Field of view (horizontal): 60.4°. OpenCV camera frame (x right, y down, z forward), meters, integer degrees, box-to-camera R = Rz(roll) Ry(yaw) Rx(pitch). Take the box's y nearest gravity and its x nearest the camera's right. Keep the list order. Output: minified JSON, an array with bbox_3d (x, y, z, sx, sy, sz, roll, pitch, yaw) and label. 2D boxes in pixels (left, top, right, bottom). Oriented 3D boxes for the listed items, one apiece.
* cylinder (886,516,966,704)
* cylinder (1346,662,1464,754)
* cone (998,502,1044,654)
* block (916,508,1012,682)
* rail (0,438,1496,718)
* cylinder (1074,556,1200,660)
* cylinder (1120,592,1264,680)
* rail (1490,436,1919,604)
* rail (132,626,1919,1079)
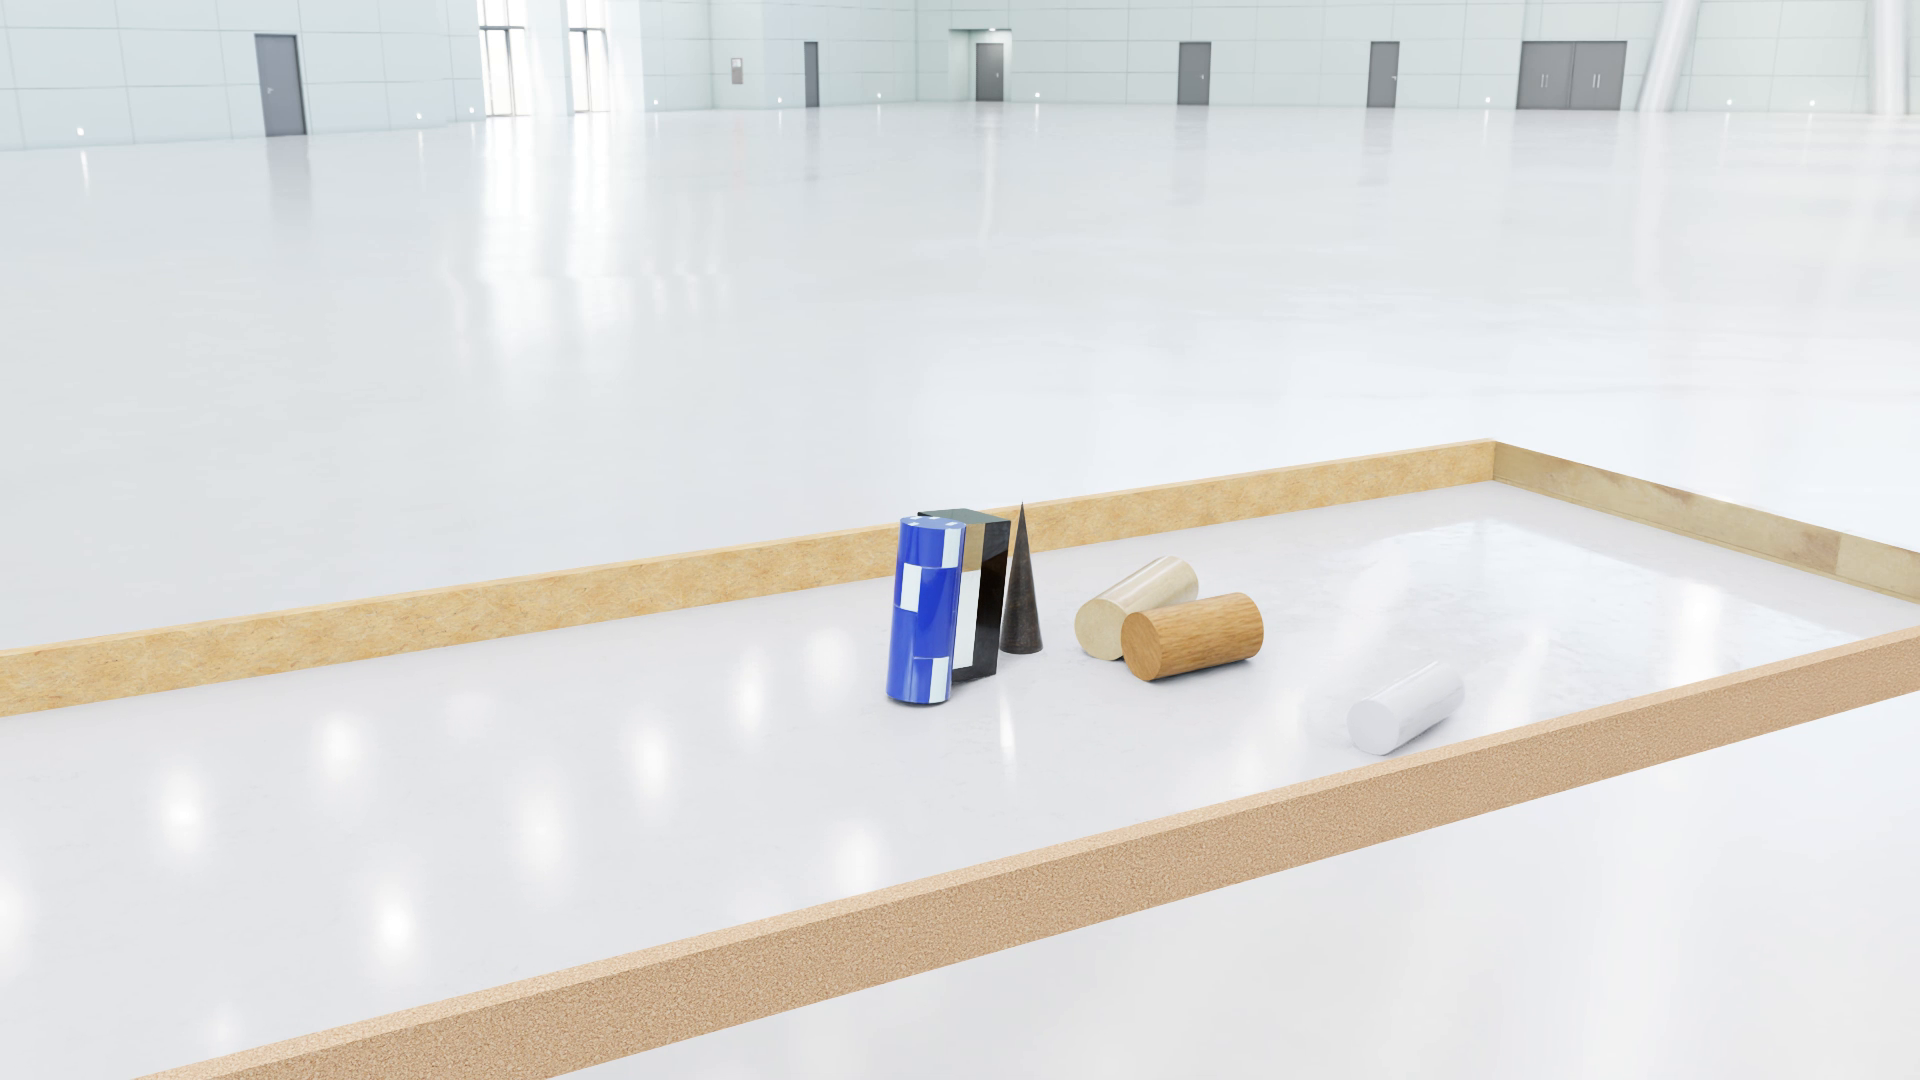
[{"bbox_3d":[-0.084,0.167,4.000,0.160,0.427,0.160,5,11,-1],"label":"cylinder"},{"bbox_3d":[1.033,0.386,3.813,0.130,0.130,0.326,14,21,40],"label":"cylinder"},{"bbox_3d":[0.162,0.087,4.331,0.121,0.409,0.121,0,16,0],"label":"cone"},{"bbox_3d":[-0.007,0.136,4.153,0.167,0.400,0.167,-6,16,-45],"label":"block"},{"bbox_3d":[-3.305,0.497,3.399,12.000,0.150,0.050,-9,18,-27],"label":"rail"},{"bbox_3d":[0.482,0.178,4.455,0.166,0.166,0.446,9,19,29],"label":"cylinder"},{"bbox_3d":[0.594,0.244,4.214,0.324,0.175,0.175,-9,19,-29],"label":"cylinder"},{"bbox_3d":[2.466,-0.048,5.253,0.050,0.150,2.100,-9,18,-27],"label":"rail"},{"bbox_3d":[-2.336,1.006,1.665,12.000,0.150,0.050,-9,18,-27],"label":"rail"}]
